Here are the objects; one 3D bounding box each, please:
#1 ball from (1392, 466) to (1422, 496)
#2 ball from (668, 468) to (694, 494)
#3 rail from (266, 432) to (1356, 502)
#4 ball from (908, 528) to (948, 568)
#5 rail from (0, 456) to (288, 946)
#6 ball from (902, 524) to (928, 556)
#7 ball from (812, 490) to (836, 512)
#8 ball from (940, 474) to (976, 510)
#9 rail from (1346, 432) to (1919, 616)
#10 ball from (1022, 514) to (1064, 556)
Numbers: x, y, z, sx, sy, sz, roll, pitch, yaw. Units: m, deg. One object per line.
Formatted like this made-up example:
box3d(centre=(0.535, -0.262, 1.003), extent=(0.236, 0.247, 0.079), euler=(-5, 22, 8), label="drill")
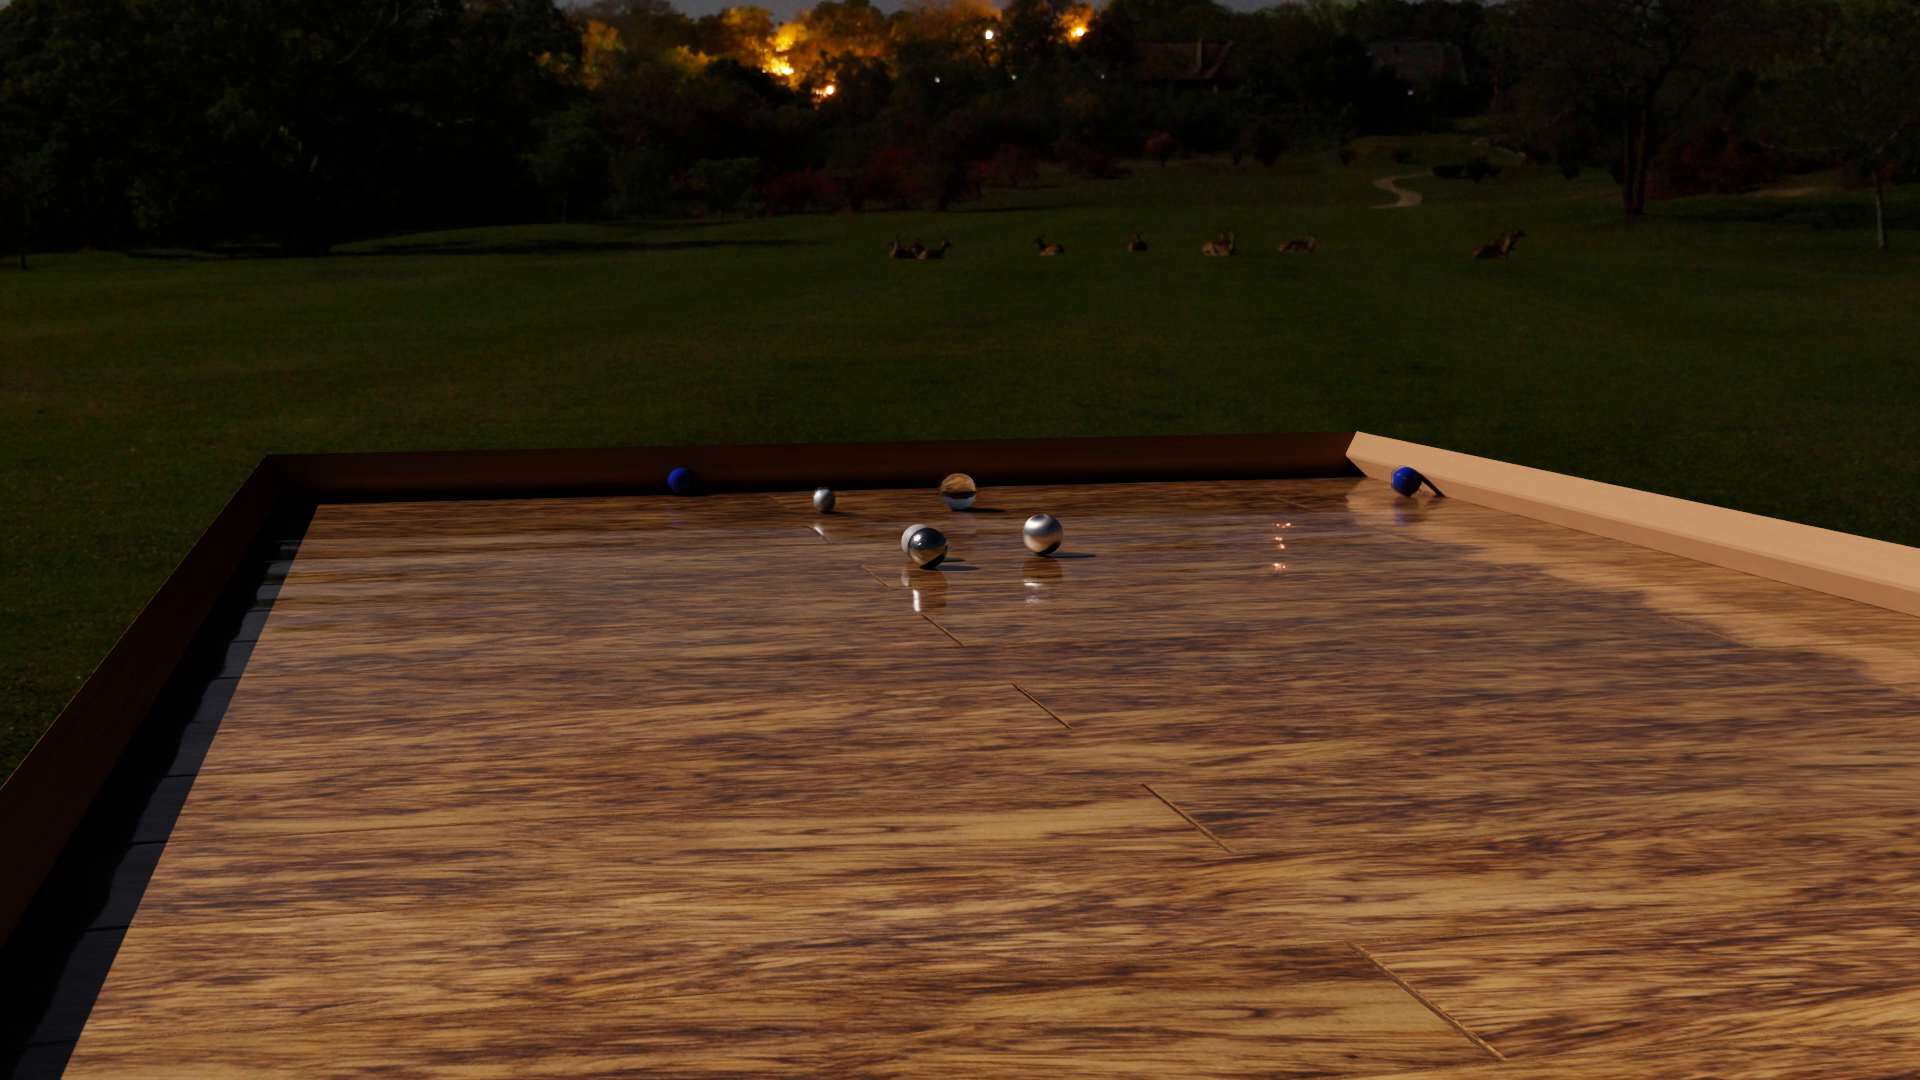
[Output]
box3d(centre=(0.923, -0.121, 4.541), extent=(0.059, 0.059, 0.059), euler=(0, 8, 0), label="ball")
box3d(centre=(-0.577, -0.121, 4.550), extent=(0.056, 0.056, 0.056), euler=(0, 8, 0), label="ball")
box3d(centre=(-0.245, -0.158, 4.671), extent=(2.354, 0.094, 0.045), euler=(-2, 8, -13), label="rail")
box3d(centre=(-0.052, 0.013, 3.537), extent=(0.065, 0.065, 0.065), euler=(0, 8, 0), label="ball")
box3d(centre=(-0.872, 0.162, 2.325), extent=(0.045, 0.094, 4.369), euler=(-2, 8, -13), label="rail")
box3d(centre=(-0.067, 0.003, 3.627), extent=(0.059, 0.059, 0.059), euler=(0, 8, 0), label="ball")
box3d(centre=(-0.264, -0.076, 4.260), extent=(0.044, 0.044, 0.044), euler=(0, 8, 0), label="ball")
box3d(centre=(-0.004, -0.094, 4.291), extent=(0.073, 0.073, 0.073), euler=(0, 8, 0), label="ball")
box3d(centre=(1.373, 0.091, 2.849), extent=(0.045, 0.094, 4.369), euler=(-2, 8, -13), label="rail")
box3d(centre=(0.138, -0.009, 3.681), extent=(0.069, 0.069, 0.069), euler=(0, 8, 0), label="ball")
